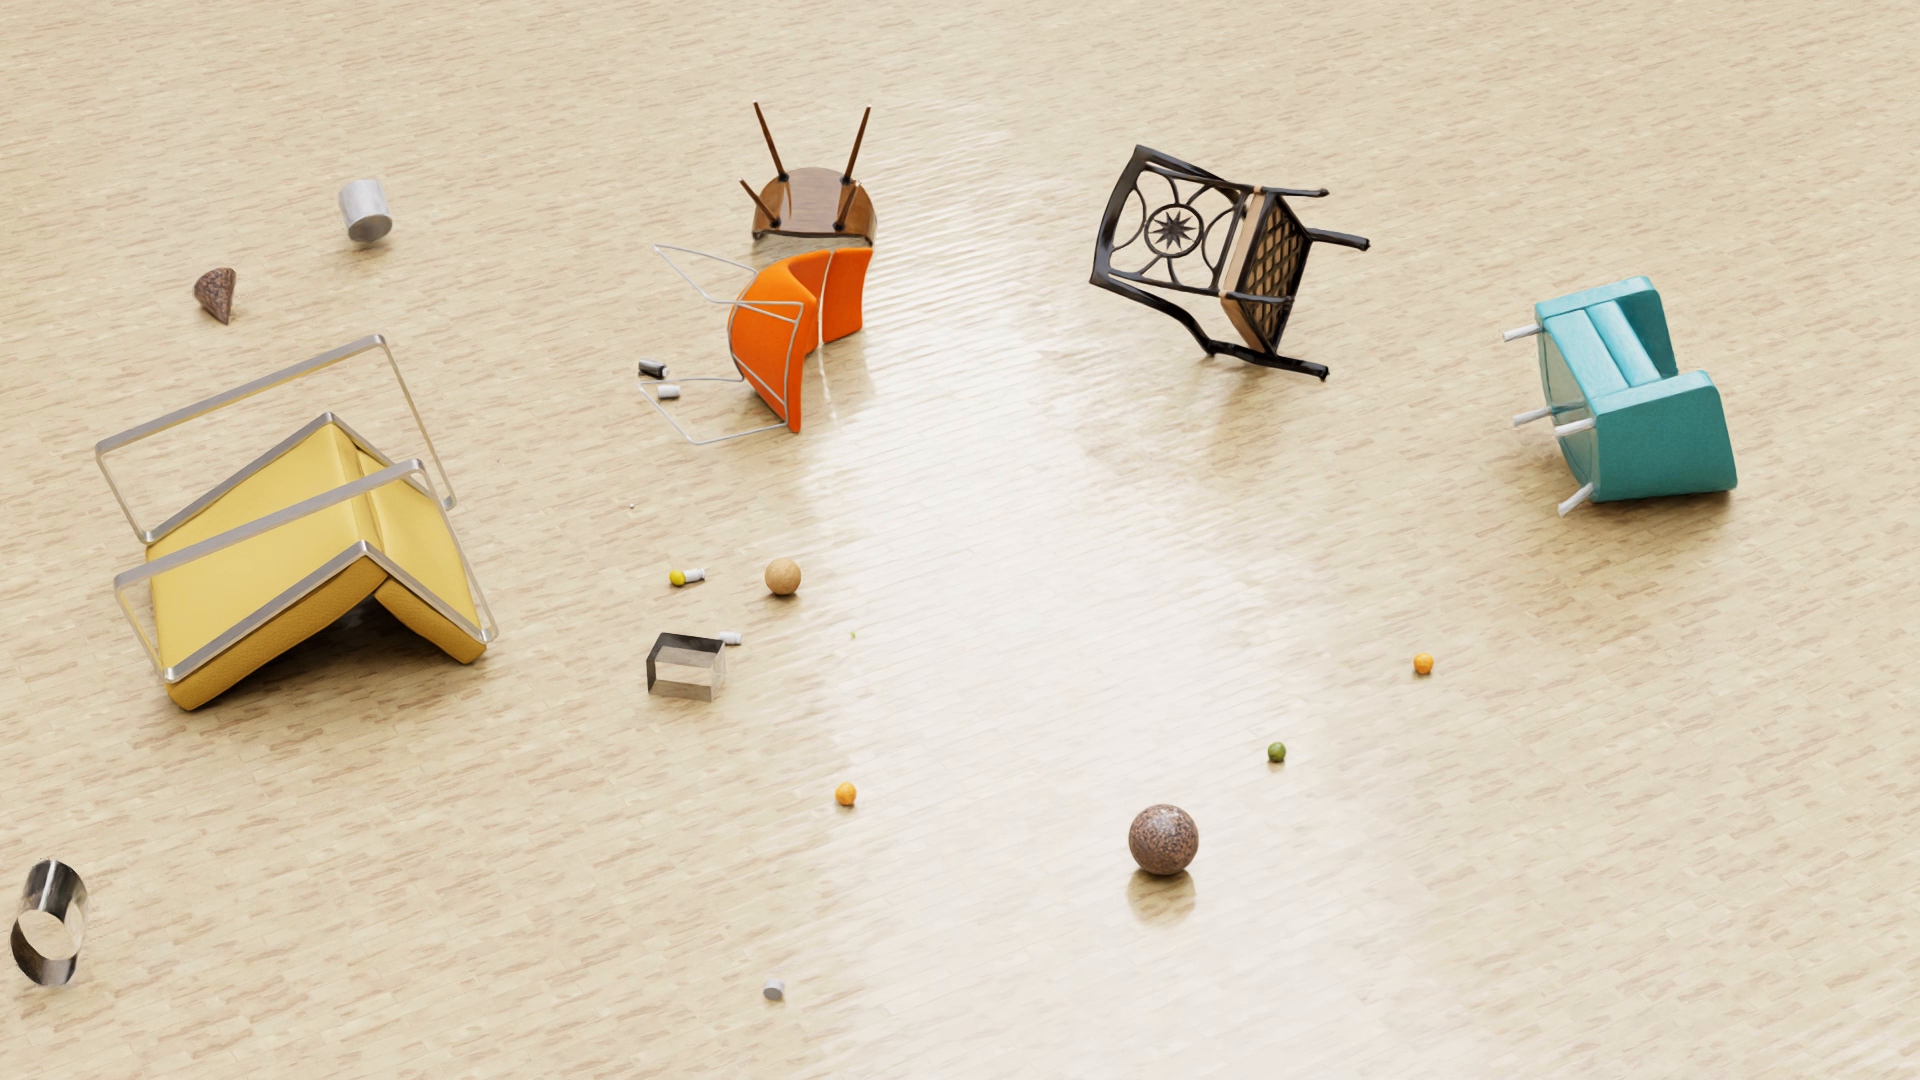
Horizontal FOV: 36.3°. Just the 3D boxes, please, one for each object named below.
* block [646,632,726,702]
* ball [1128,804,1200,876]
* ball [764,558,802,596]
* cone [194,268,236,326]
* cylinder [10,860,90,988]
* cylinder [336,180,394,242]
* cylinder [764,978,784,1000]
[{"bbox_3d":[-0.947,0.440,10.147,0.229,0.143,0.174,7,34,11],"label":"block"},{"bbox_3d":[0.646,0.950,9.297,0.227,0.227,0.227,0,33,0],"label":"ball"},{"bbox_3d":[-0.641,0.132,10.622,0.134,0.134,0.134,0,33,0],"label":"ball"},{"bbox_3d":[-3.112,-0.987,12.348,0.172,0.242,0.223,1,56,-39],"label":"cone"},{"bbox_3d":[-2.760,1.163,8.900,0.189,0.306,0.234,-3,34,-3],"label":"cylinder"},{"bbox_3d":[-2.615,-1.446,12.888,0.199,0.211,0.190,1,58,-42],"label":"cylinder"},{"bbox_3d":[-0.561,1.355,8.841,0.060,0.051,0.037,-3,32,11],"label":"cylinder"}]
